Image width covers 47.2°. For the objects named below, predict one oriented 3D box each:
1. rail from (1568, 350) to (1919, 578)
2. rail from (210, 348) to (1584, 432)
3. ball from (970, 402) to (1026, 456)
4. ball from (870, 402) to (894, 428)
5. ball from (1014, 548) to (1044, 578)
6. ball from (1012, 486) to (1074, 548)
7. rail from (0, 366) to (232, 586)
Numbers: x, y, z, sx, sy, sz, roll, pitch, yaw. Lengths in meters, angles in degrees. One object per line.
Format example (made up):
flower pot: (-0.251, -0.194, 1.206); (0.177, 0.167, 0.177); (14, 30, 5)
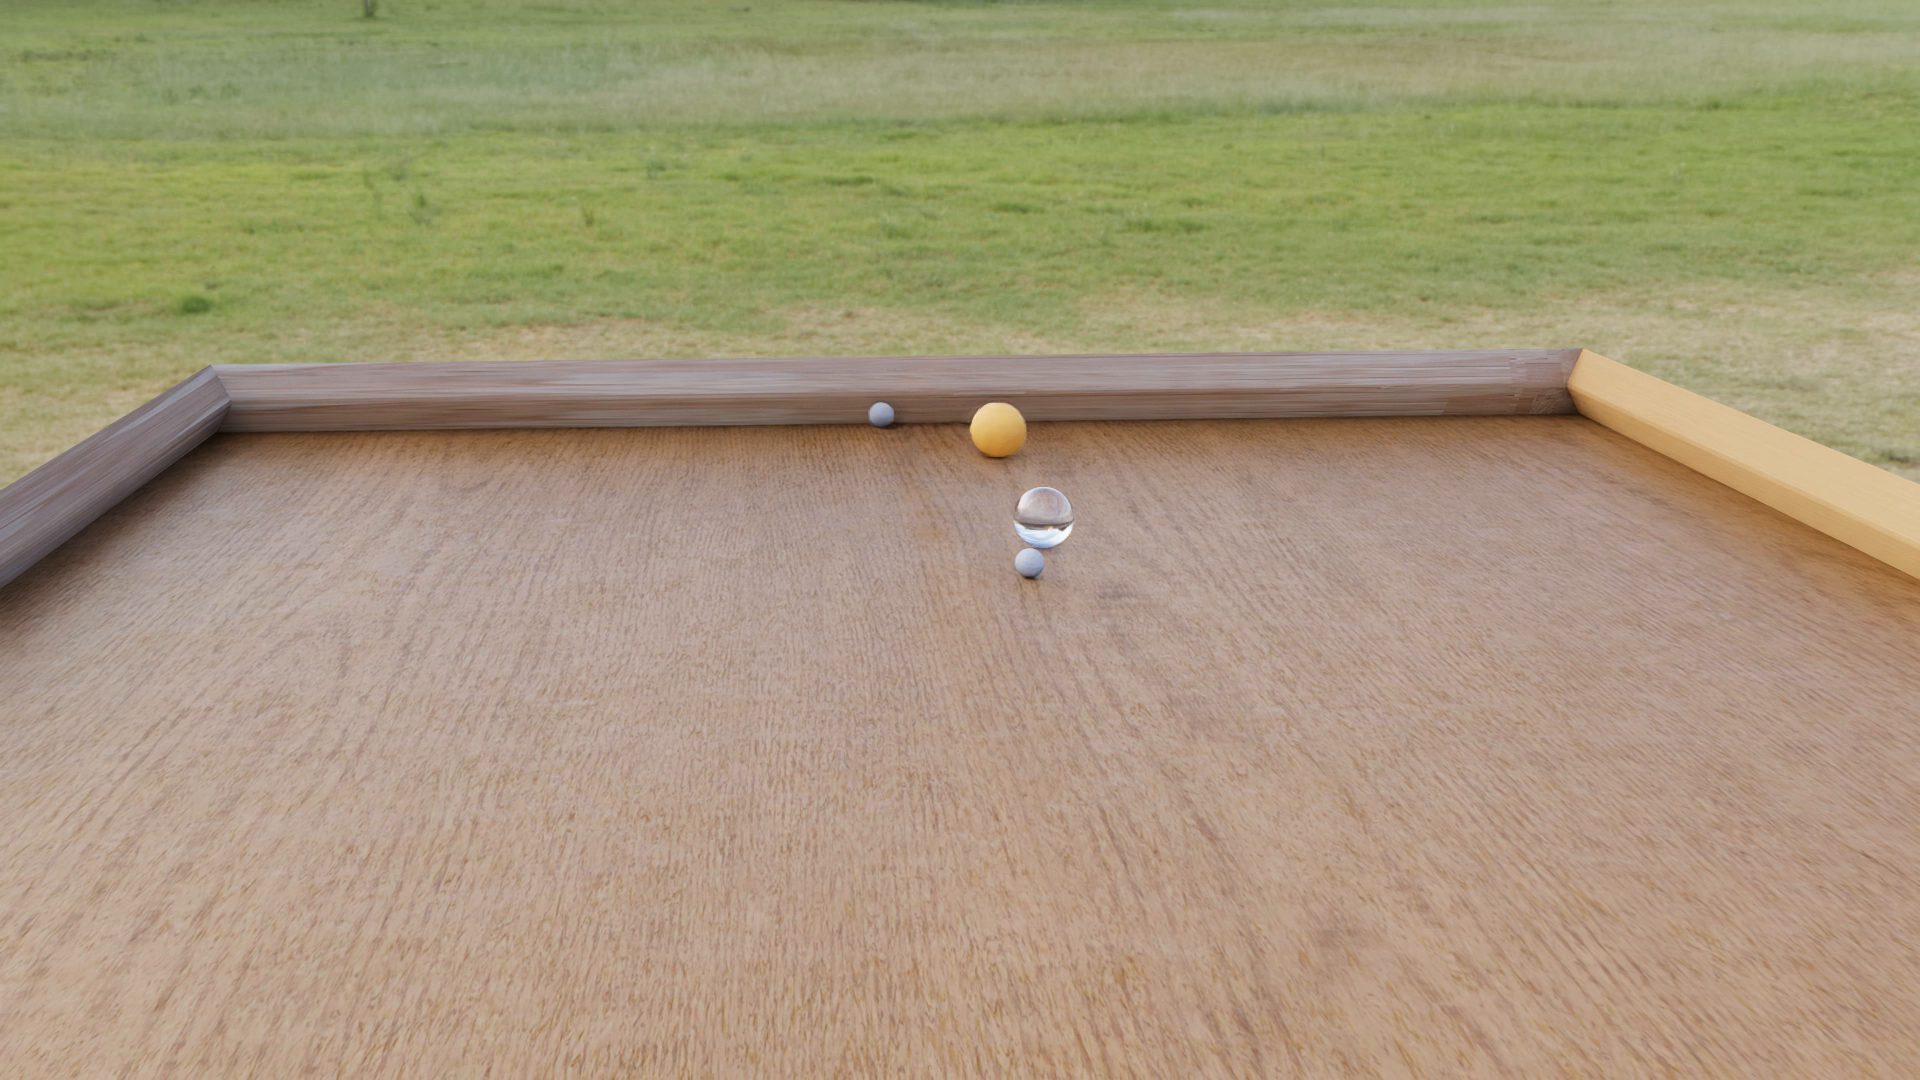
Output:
rail: (1.358, 0.196, 2.116); (0.045, 0.125, 4.420); (-1, 13, -4)
rail: (-0.086, -0.280, 4.139); (2.595, 0.125, 0.045); (-1, 13, -4)
ball: (0.066, -0.193, 3.837); (0.096, 0.096, 0.096); (0, 13, 0)
ball: (-0.146, -0.234, 4.118); (0.048, 0.048, 0.048); (0, 13, 0)
ball: (0.095, 0.031, 3.004); (0.040, 0.040, 0.040); (0, 13, 0)
ball: (0.121, -0.033, 3.170); (0.089, 0.089, 0.089); (0, 13, 0)
rail: (-1.182, 0.242, 1.919); (0.045, 0.125, 4.420); (-1, 13, -4)
